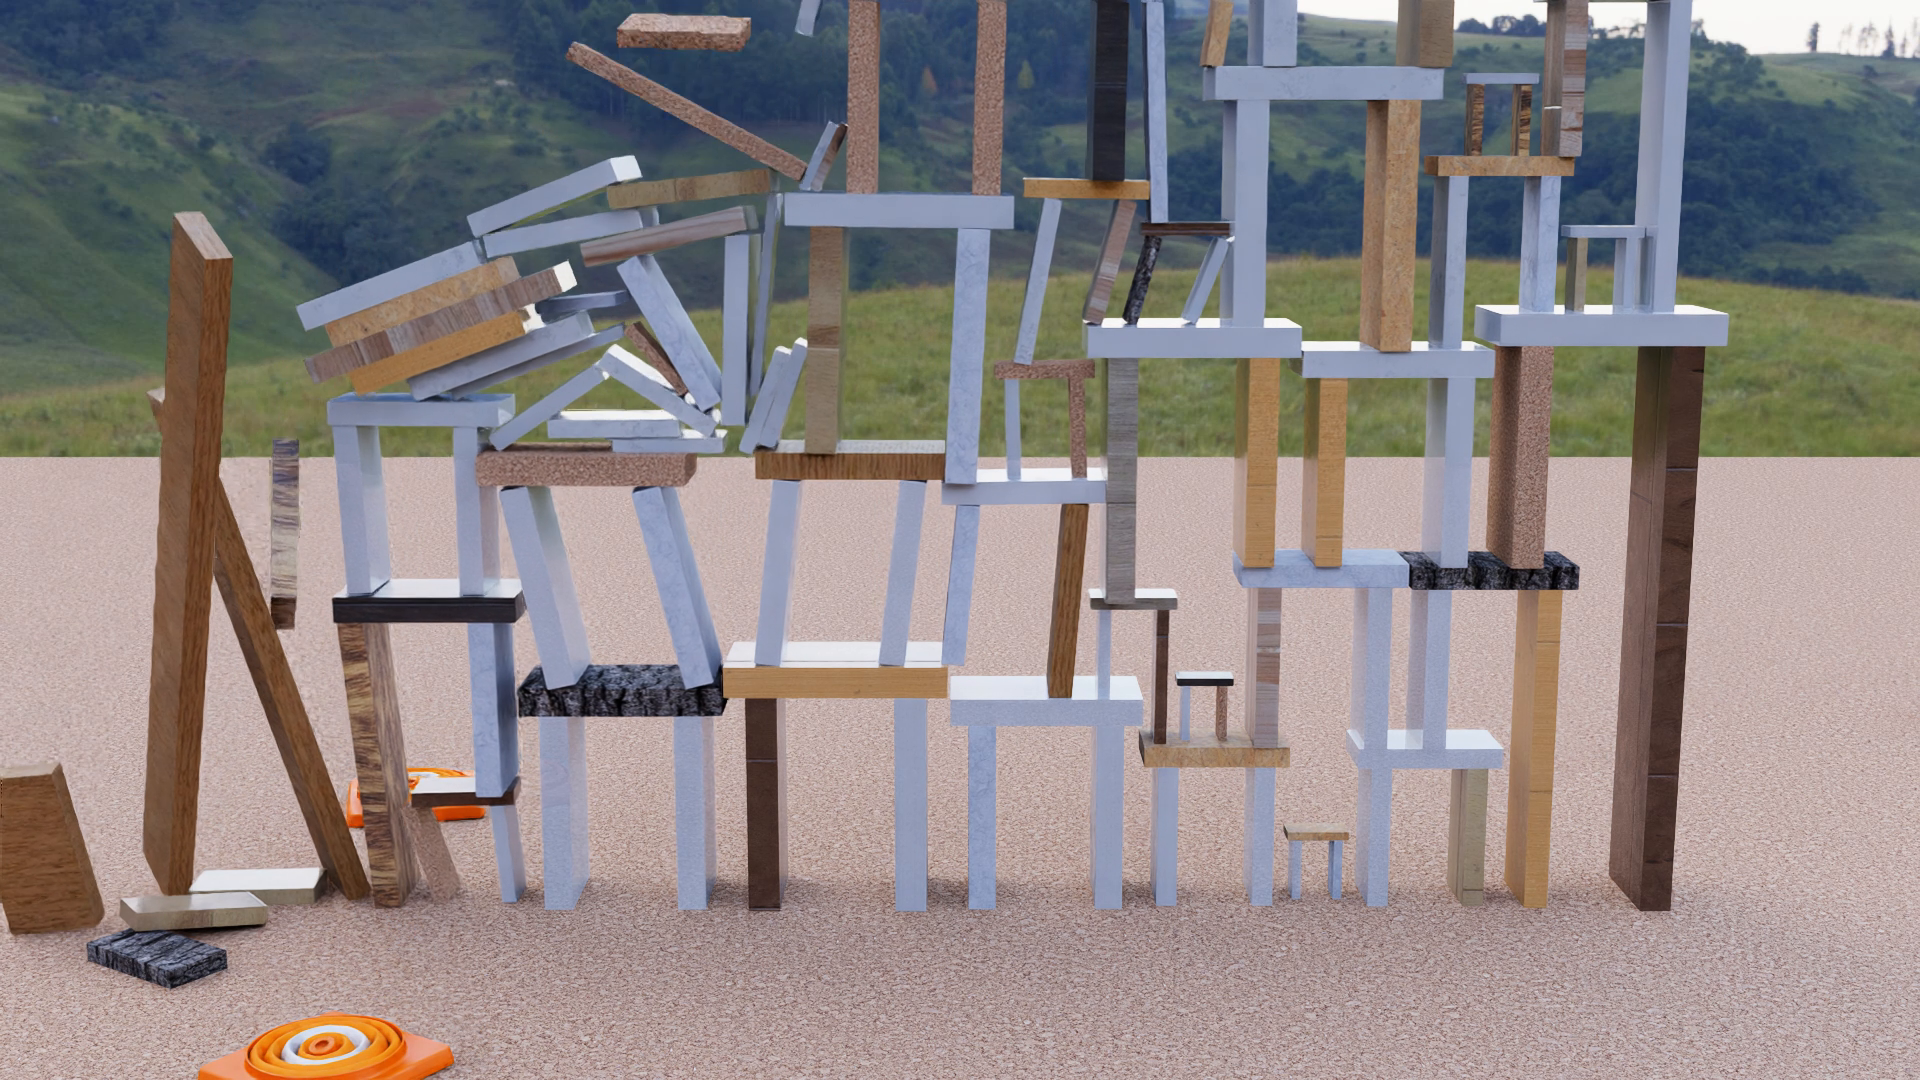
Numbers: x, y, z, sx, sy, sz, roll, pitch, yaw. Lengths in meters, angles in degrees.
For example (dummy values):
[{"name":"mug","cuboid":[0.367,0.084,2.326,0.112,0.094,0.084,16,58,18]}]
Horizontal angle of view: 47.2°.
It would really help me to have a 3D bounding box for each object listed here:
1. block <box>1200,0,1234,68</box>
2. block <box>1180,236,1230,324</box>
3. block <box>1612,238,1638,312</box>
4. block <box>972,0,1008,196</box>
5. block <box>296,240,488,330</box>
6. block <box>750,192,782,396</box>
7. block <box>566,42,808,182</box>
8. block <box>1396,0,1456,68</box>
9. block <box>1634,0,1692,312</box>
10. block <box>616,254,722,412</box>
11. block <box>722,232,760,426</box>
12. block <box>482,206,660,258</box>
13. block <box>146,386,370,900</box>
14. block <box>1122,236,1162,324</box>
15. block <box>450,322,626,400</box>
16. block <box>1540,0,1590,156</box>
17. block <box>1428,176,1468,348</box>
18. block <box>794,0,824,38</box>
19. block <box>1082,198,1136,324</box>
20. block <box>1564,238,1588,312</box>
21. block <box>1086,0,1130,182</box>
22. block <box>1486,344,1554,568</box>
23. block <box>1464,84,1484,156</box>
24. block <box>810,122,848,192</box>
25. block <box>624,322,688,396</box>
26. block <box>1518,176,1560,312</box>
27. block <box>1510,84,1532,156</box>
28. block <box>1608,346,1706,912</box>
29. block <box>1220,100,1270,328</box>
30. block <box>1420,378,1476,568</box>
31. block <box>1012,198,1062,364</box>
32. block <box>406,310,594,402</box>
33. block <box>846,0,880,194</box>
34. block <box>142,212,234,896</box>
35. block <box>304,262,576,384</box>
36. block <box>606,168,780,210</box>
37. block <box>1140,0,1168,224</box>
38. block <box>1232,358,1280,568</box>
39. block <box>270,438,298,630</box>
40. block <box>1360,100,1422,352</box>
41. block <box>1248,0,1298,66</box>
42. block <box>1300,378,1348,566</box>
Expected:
[{"name":"block","cuboid":[0.404,-0.826,3.402,0.026,0.185,0.093,9,10,-2]},{"name":"block","cuboid":[0.388,-0.412,3.481,0.020,0.139,0.069,21,10,-4]},{"name":"block","cuboid":[1.052,-0.422,3.480,0.016,0.115,0.058,0,11,0]},{"name":"block","cuboid":[0.045,-0.691,3.431,0.042,0.299,0.149,2,11,-1]},{"name":"block","cuboid":[-0.896,-0.404,3.477,0.286,0.041,0.143,-21,11,-4]},{"name":"block","cuboid":[-0.308,-0.389,3.488,0.016,0.317,0.056,7,14,2]},{"name":"block","cuboid":[-0.424,-0.672,3.456,0.405,0.027,0.096,27,9,-5]},{"name":"block","cuboid":[0.722,-0.909,3.390,0.050,0.355,0.178,0,11,0]},{"name":"block","cuboid":[1.098,-0.600,3.447,0.034,0.477,0.118,0,11,0]},{"name":"block","cuboid":[-0.454,-0.332,3.516,0.037,0.262,0.131,-30,6,7]},{"name":"block","cuboid":[-0.349,-0.338,3.509,0.037,0.298,0.131,3,9,2]},{"name":"block","cuboid":[-0.616,-0.492,3.500,0.253,0.036,0.126,-9,9,6]},{"name":"block","cuboid":[-1.128,0.175,3.550,0.040,0.879,0.142,-24,22,-25]},{"name":"block","cuboid":[0.288,-0.413,3.481,0.020,0.139,0.069,15,10,-3]},{"name":"block","cuboid":[-0.671,-0.286,3.511,0.291,0.019,0.068,-20,12,-1]},{"name":"block","cuboid":[0.941,-0.718,3.426,0.034,0.237,0.118,0,11,0]},{"name":"block","cuboid":[0.772,-0.442,3.482,0.030,0.268,0.105,0,11,-1]},{"name":"block","cuboid":[-0.217,-0.877,3.401,0.027,0.192,0.096,15,10,-4]},{"name":"block","cuboid":[0.235,-0.442,3.481,0.028,0.195,0.098,15,10,-3]},{"name":"block","cuboid":[0.975,-0.422,3.480,0.016,0.115,0.058,0,11,0]},{"name":"block","cuboid":[0.232,-0.890,3.395,0.048,0.661,0.171,1,11,-1]},{"name":"block","cuboid":[0.899,-0.144,3.537,0.050,0.353,0.176,0,10,0]},{"name":"block","cuboid":[0.805,-0.657,3.442,0.016,0.111,0.055,0,11,0]},{"name":"block","cuboid":[-0.204,-0.601,3.453,0.016,0.112,0.056,26,9,-5]},{"name":"block","cuboid":[-0.479,-0.289,3.509,0.019,0.136,0.068,-41,5,7]},{"name":"block","cuboid":[0.916,-0.470,3.476,0.030,0.211,0.105,0,11,0]},{"name":"block","cuboid":[0.878,-0.657,3.441,0.016,0.111,0.055,0,11,0]},{"name":"block","cuboid":[1.134,0.136,3.589,0.050,0.922,0.176,0,11,0]},{"name":"block","cuboid":[0.447,-0.516,3.466,0.049,0.346,0.173,0,11,0]},{"name":"block","cuboid":[0.784,-0.118,3.536,0.042,0.303,0.150,0,11,0]},{"name":"block","cuboid":[0.122,-0.412,3.486,0.028,0.260,0.098,10,10,-2]},{"name":"block","cuboid":[-0.732,-0.298,3.515,0.283,0.040,0.142,-20,11,1]},{"name":"block","cuboid":[-0.150,-0.693,3.429,0.042,0.299,0.149,1,11,0]},{"name":"block","cuboid":[-1.188,0.068,3.362,0.039,1.195,0.138,-10,39,-35]},{"name":"block","cuboid":[-0.817,-0.345,3.472,0.417,0.041,0.143,-20,11,3]},{"name":"block","cuboid":[-0.417,-0.554,3.463,0.255,0.036,0.126,-6,10,3]},{"name":"block","cuboid":[0.302,-0.709,3.425,0.026,0.423,0.093,-2,11,0]},{"name":"block","cuboid":[0.475,-0.136,3.533,0.047,0.332,0.166,0,11,0]},{"name":"block","cuboid":[-1.089,-0.010,3.543,0.039,0.275,0.138,1,-24,-18]},{"name":"block","cuboid":[0.677,-0.498,3.469,0.049,0.383,0.173,0,11,0]},{"name":"block","cuboid":[0.484,-0.909,3.390,0.050,0.355,0.178,0,11,0]},{"name":"block","cuboid":[0.584,-0.119,3.533,0.042,0.300,0.150,0,11,0]}]
